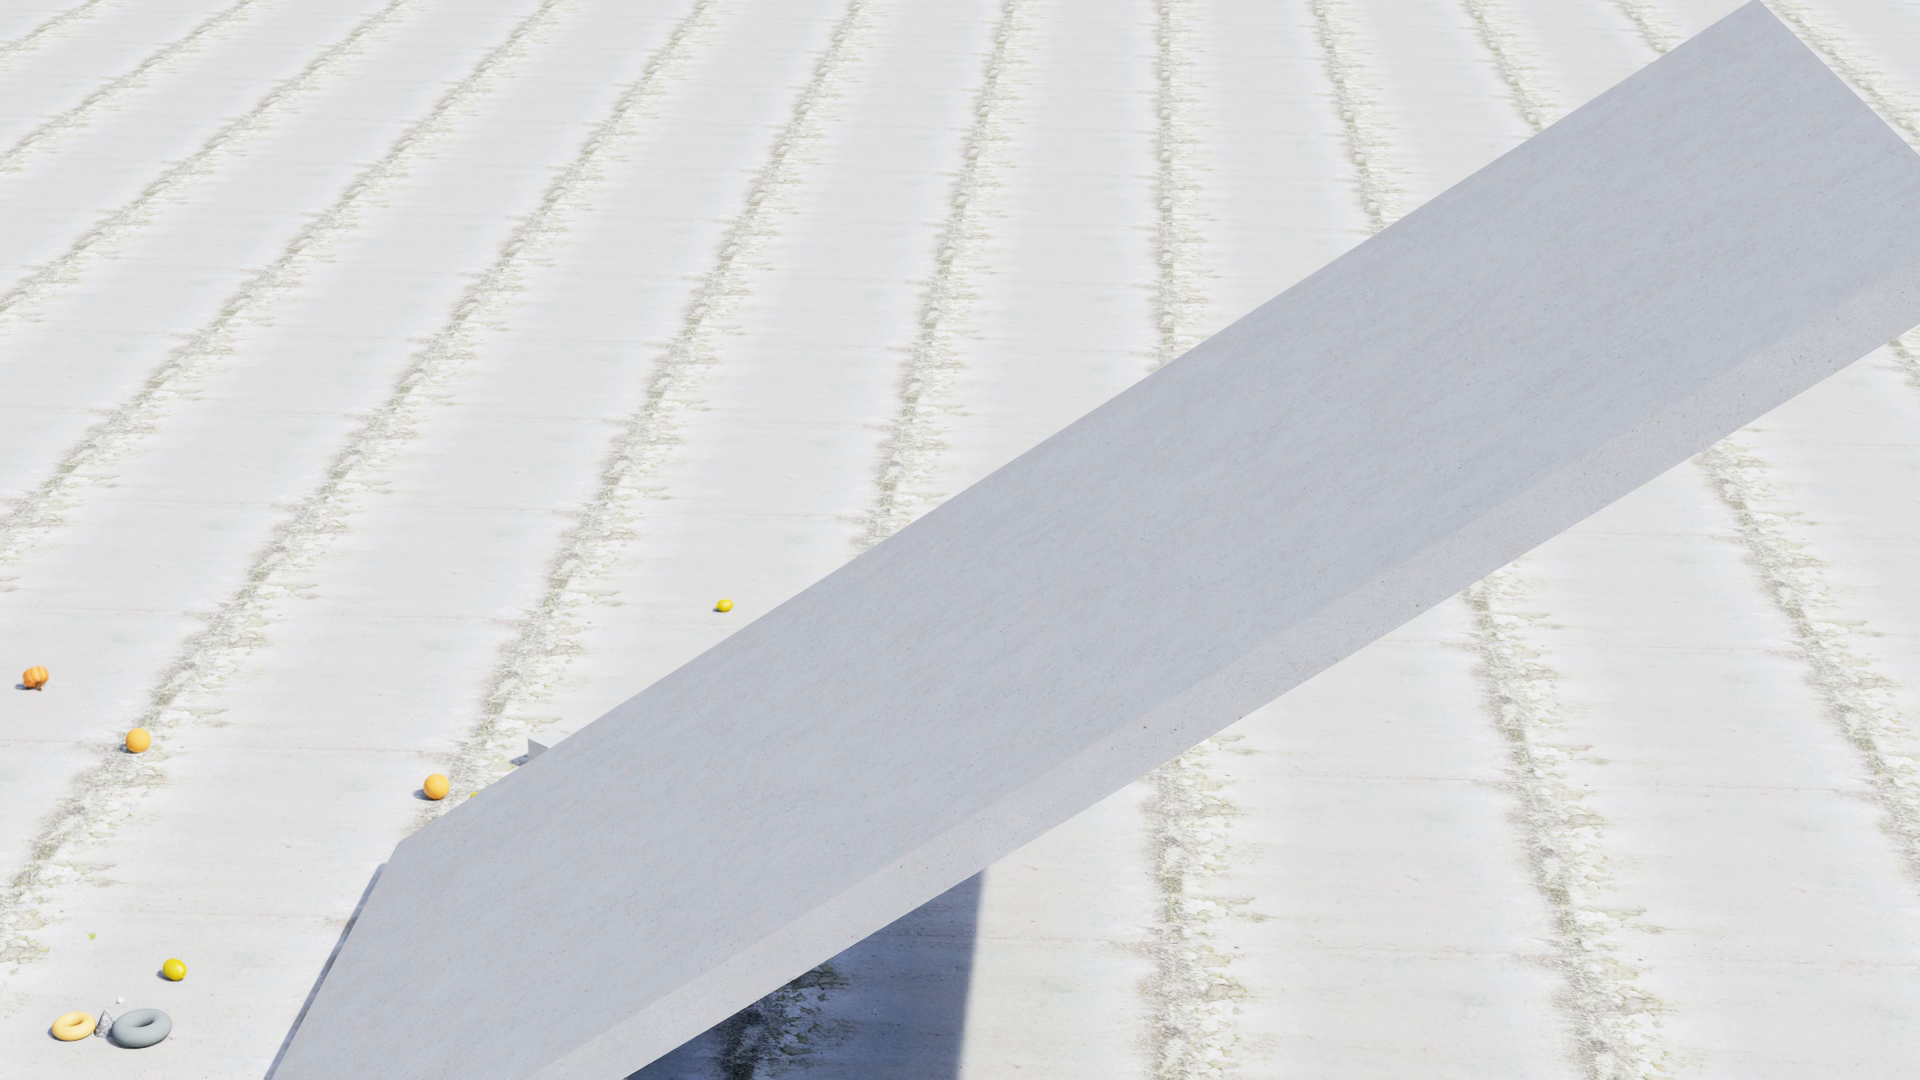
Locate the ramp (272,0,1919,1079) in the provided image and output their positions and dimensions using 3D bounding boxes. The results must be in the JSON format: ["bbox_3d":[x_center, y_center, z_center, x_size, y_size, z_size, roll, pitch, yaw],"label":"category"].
[{"bbox_3d":[0.137,0.172,6.301,4.000,0.100,2.000,-32,16,14],"label":"ramp"}]

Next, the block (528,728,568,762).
[{"bbox_3d":[-1.157,0.602,8.328,0.092,0.092,0.092,18,27,39],"label":"block"}]

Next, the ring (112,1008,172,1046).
[{"bbox_3d":[-1.933,1.152,6.951,0.139,0.046,0.139,-1,20,0],"label":"ring"}]

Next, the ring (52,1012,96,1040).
[{"bbox_3d":[-2.100,1.152,6.971,0.101,0.034,0.101,0,22,0],"label":"ring"}]

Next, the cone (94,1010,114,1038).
[{"bbox_3d":[-2.024,1.137,6.968,0.061,0.061,0.061,0,21,0],"label":"cone"}]
